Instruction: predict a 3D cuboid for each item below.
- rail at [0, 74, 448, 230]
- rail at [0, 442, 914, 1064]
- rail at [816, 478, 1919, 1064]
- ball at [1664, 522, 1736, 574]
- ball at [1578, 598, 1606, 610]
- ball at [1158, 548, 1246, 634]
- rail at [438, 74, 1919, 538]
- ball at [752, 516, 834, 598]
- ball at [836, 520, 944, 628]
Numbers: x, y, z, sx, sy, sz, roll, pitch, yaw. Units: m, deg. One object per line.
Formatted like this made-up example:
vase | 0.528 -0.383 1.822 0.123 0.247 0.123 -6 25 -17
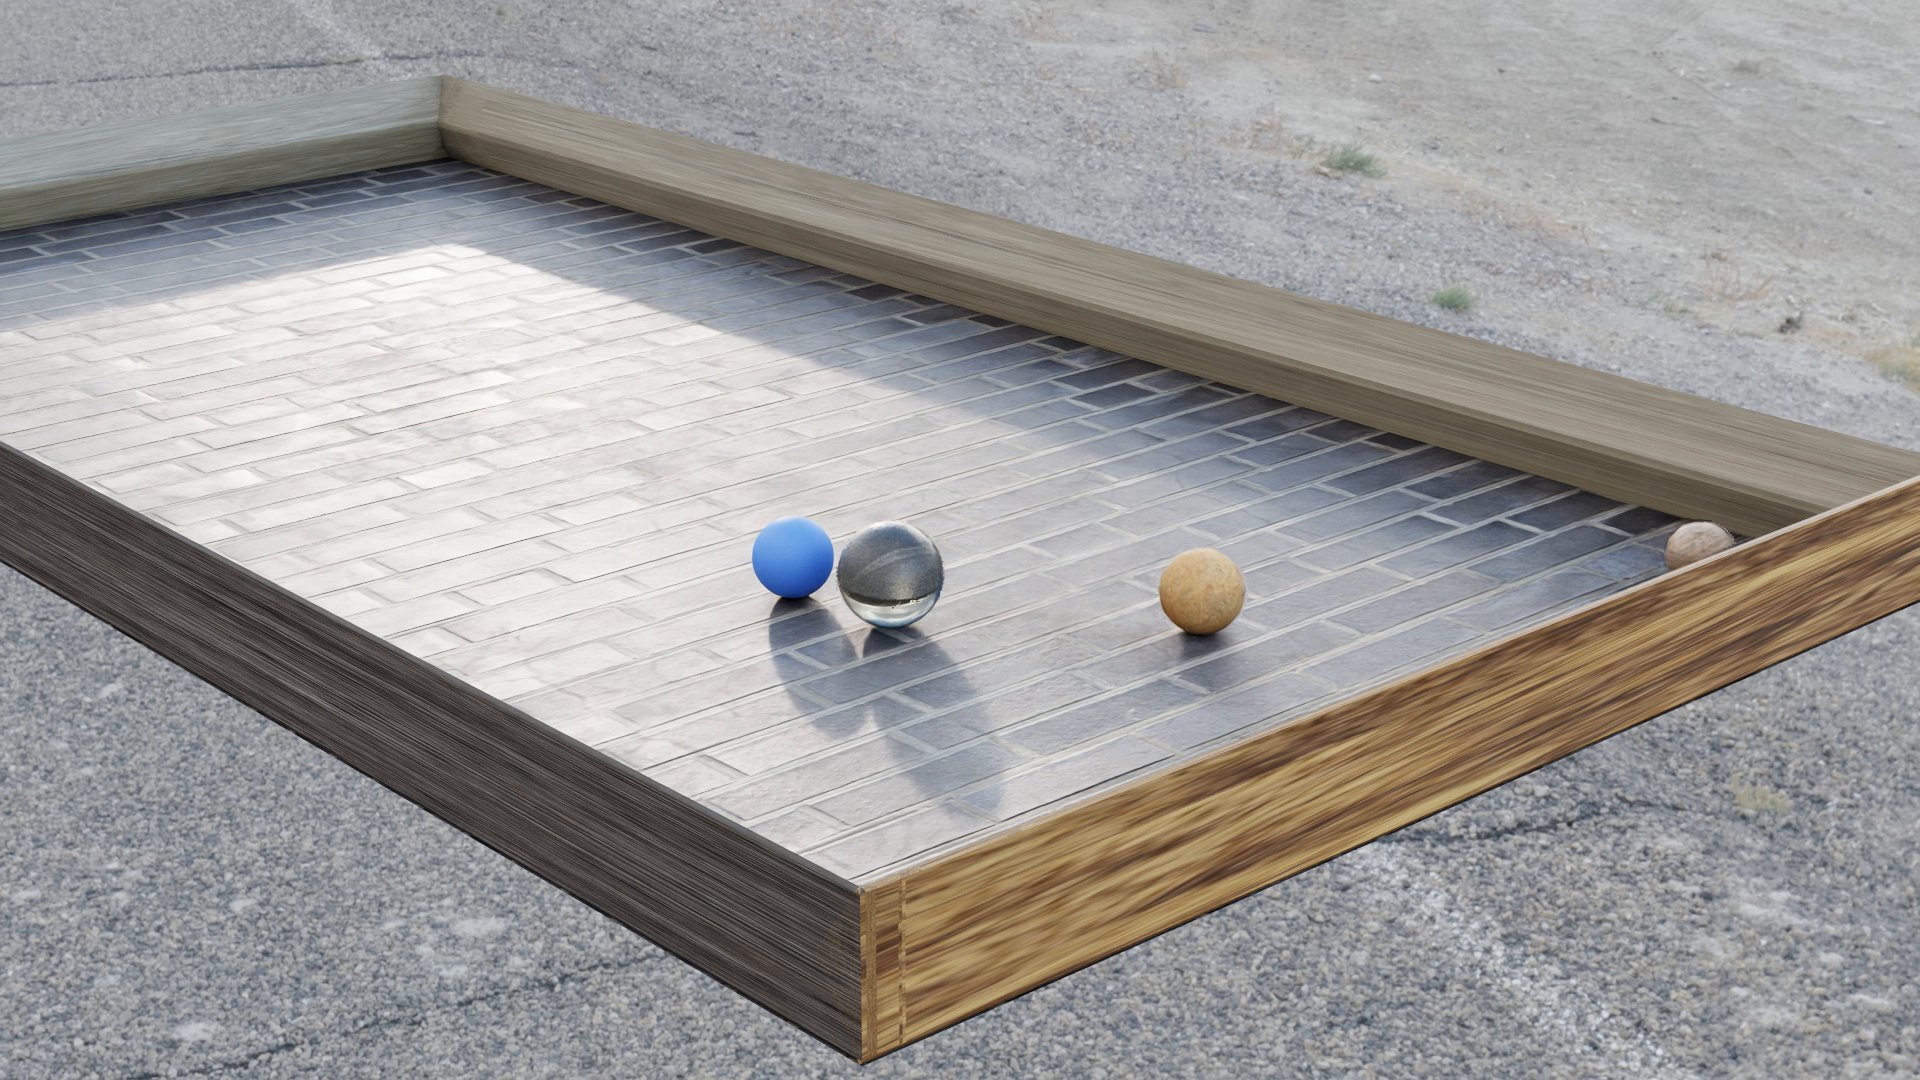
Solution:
rail | -1.280 -0.506 4.145 1.332 0.128 0.045 -17 26 -39
rail | -0.911 -0.043 2.848 0.045 0.128 2.591 -17 26 -39
rail | 0.416 0.132 2.358 1.332 0.128 0.045 -17 26 -39
ball | 0.700 0.015 2.781 0.066 0.066 0.066 0 20 0
ball | 0.564 0.089 2.559 0.076 0.076 0.076 0 20 0
ball | 0.220 0.046 2.675 0.079 0.079 0.079 0 20 0
rail | 0.047 -0.331 3.655 0.045 0.128 2.591 -17 26 -39
ball | -0.157 0.016 2.761 0.078 0.078 0.078 0 20 0
ball | -0.063 0.032 2.687 0.098 0.098 0.098 0 20 0
